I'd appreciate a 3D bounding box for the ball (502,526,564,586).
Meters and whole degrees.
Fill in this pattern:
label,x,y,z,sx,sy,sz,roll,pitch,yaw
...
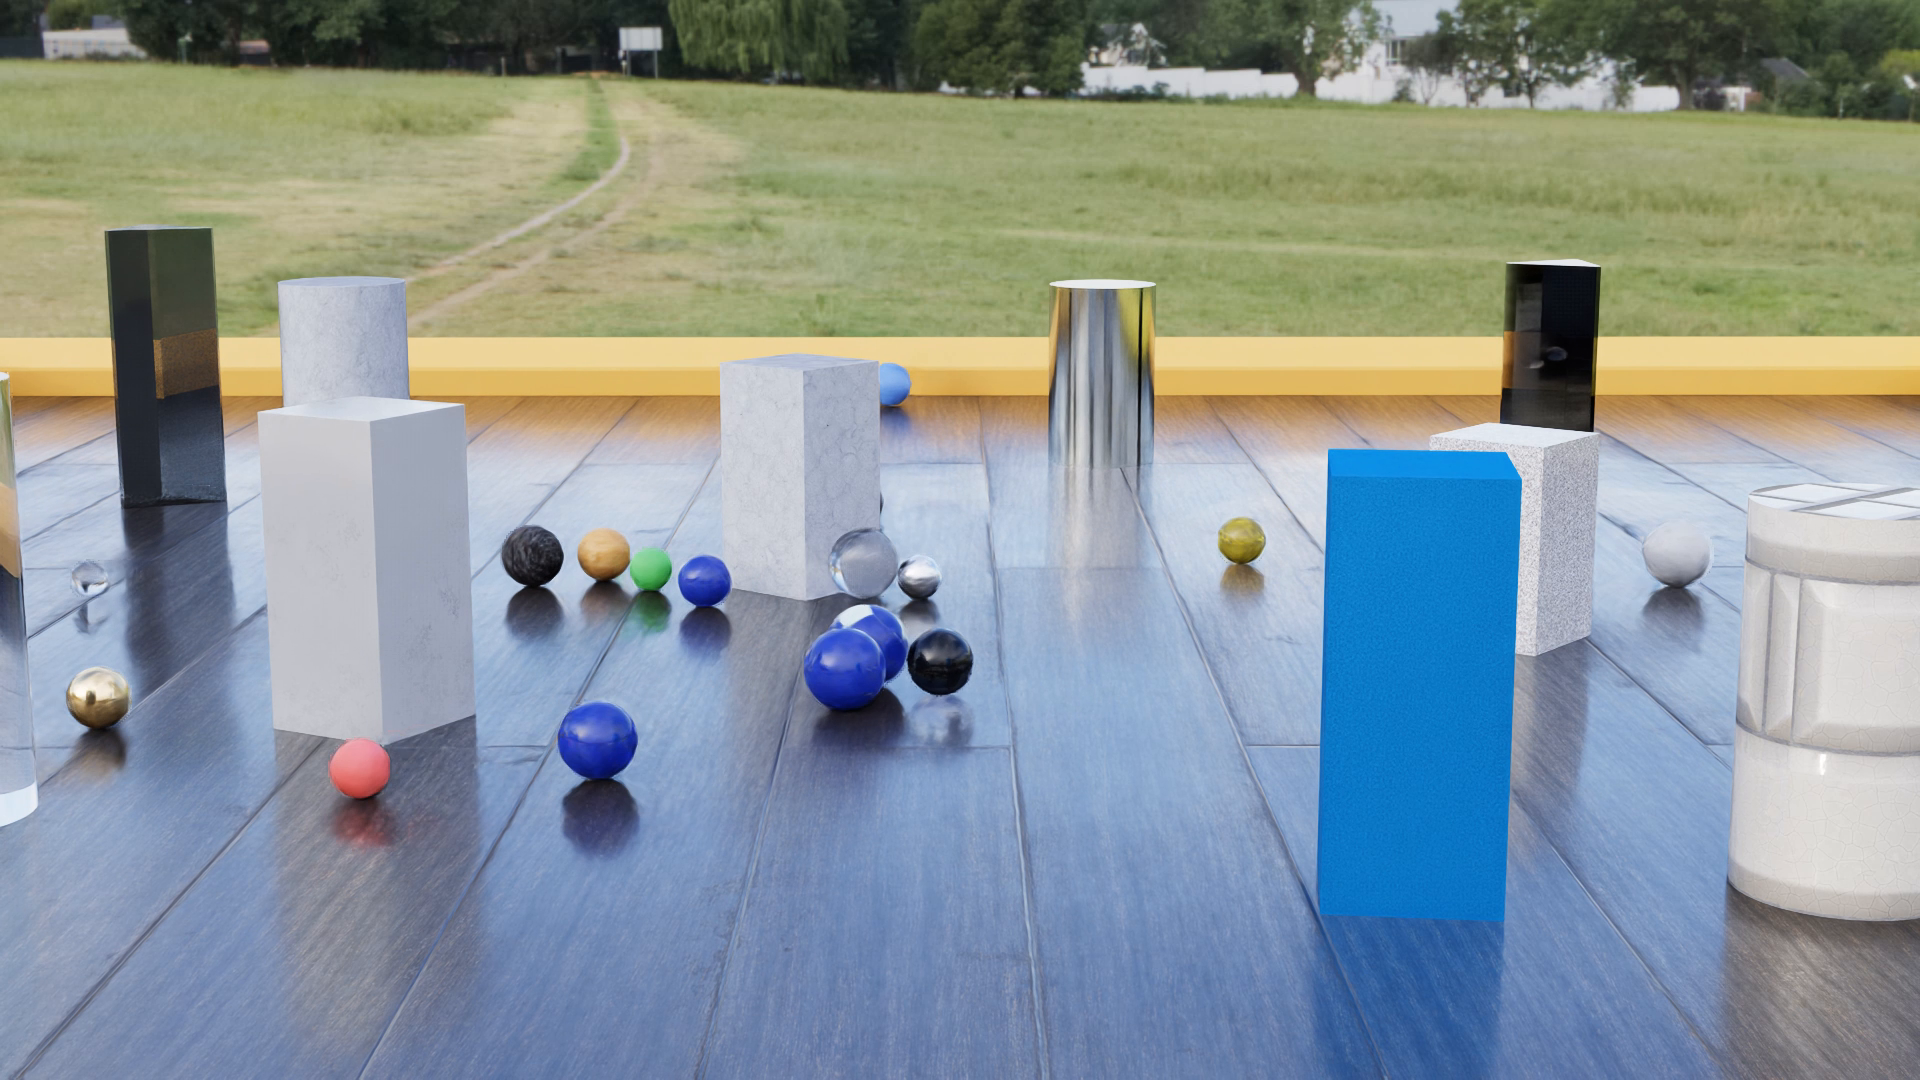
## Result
label,x,y,z,sx,sy,sz,roll,pitch,yaw
ball,-0.603,0.023,3.623,0.086,0.086,0.086,0,10,0

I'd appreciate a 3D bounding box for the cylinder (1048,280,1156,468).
label,x,y,z,sx,sy,sz,roll,pitch,yaw
cylinder,0.263,-0.310,4.757,0.197,0.328,0.197,0,10,0

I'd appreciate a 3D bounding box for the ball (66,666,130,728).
label,x,y,z,sx,sy,sz,roll,pitch,yaw
ball,-0.957,0.175,2.849,0.069,0.069,0.069,0,10,0

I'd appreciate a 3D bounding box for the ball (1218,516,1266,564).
label,x,y,z,sx,sy,sz,roll,pitch,yaw
ball,0.416,0.000,3.788,0.072,0.072,0.072,0,10,0

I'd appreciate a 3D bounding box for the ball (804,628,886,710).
label,x,y,z,sx,sy,sz,roll,pitch,yaw
ball,-0.131,0.147,2.930,0.094,0.094,0.094,0,10,0

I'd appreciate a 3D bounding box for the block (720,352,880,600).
label,x,y,z,sx,sy,sz,roll,pitch,yaw
block,-0.224,-0.093,3.610,0.157,0.318,0.157,8,13,38

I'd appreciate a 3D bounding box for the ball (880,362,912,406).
label,x,y,z,sx,sy,sz,roll,pitch,yaw
ball,-0.152,-0.337,5.543,0.094,0.094,0.094,0,10,0

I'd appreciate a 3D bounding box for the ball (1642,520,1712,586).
label,x,y,z,sx,sy,sz,roll,pitch,yaw
ball,1.012,0.019,3.621,0.094,0.094,0.094,0,10,0

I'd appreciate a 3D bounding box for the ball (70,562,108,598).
label,x,y,z,sx,sy,sz,roll,pitch,yaw
ball,-1.206,0.054,3.553,0.049,0.049,0.049,0,10,0

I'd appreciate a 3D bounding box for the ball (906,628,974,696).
label,x,y,z,sx,sy,sz,roll,pitch,yaw
ball,-0.023,0.142,2.999,0.079,0.079,0.079,0,10,0

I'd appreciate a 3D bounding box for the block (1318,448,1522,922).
label,x,y,z,sx,sy,sz,roll,pitch,yaw
block,0.400,0.123,2.260,0.157,0.385,0.157,1,11,7

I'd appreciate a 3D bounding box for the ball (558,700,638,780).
label,x,y,z,sx,sy,sz,roll,pitch,yaw
ball,-0.374,0.206,2.646,0.082,0.082,0.082,0,10,0

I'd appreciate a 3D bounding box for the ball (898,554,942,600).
label,x,y,z,sx,sy,sz,roll,pitch,yaw
ball,-0.056,0.051,3.537,0.061,0.061,0.061,0,10,0

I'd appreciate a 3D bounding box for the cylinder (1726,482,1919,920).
label,x,y,z,sx,sy,sz,roll,pitch,yaw
cylinder,0.792,0.138,2.275,0.197,0.350,0.197,0,10,0

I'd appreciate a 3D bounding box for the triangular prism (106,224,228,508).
label,x,y,z,sx,sy,sz,roll,pitch,yaw
triangular prism,-1.348,-0.297,4.323,0.170,0.460,0.148,-5,12,-25

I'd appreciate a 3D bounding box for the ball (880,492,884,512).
label,x,y,z,sx,sy,sz,roll,pitch,yaw
ball,-0.153,-0.062,4.150,0.060,0.060,0.060,0,10,0

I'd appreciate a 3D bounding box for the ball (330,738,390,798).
label,x,y,z,sx,sy,sz,roll,pitch,yaw
ball,-0.603,0.230,2.579,0.059,0.059,0.059,0,10,0

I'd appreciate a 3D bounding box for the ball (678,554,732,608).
label,x,y,z,sx,sy,sz,roll,pitch,yaw
ball,-0.347,0.055,3.487,0.073,0.073,0.073,0,10,0

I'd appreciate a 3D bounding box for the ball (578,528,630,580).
label,x,y,z,sx,sy,sz,roll,pitch,yaw
ball,-0.508,0.020,3.664,0.076,0.076,0.076,0,10,0

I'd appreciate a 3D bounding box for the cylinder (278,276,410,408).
label,x,y,z,sx,sy,sz,roll,pitch,yaw
cylinder,-0.976,-0.217,4.085,0.197,0.389,0.197,0,10,0

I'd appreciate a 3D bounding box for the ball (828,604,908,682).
label,x,y,z,sx,sy,sz,roll,pitch,yaw
ball,-0.110,0.125,3.039,0.098,0.098,0.098,0,10,0

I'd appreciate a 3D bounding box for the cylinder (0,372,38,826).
label,x,y,z,sx,sy,sz,roll,pitch,yaw
cylinder,-1.014,0.058,2.494,0.197,0.429,0.197,0,10,0

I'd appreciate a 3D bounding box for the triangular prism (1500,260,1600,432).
label,x,y,z,sx,sy,sz,roll,pitch,yaw
triangular prism,1.093,-0.319,4.677,0.170,0.374,0.148,6,12,29

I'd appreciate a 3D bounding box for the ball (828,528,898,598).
label,x,y,z,sx,sy,sz,roll,pitch,yaw
ball,-0.133,0.032,3.543,0.097,0.097,0.097,0,10,0

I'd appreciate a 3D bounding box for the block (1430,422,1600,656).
label,x,y,z,sx,sy,sz,roll,pitch,yaw
block,0.706,-0.005,3.285,0.157,0.263,0.157,8,13,38

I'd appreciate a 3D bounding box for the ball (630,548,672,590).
label,x,y,z,sx,sy,sz,roll,pitch,yaw
ball,-0.433,0.041,3.595,0.060,0.060,0.060,0,10,0

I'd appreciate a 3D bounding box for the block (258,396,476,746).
label,x,y,z,sx,sy,sz,roll,pitch,yaw
block,-0.657,0.029,2.851,0.157,0.355,0.157,6,12,28

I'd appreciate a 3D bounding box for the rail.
label,x,y,z,sx,sy,sz,roll,pitch,yaw
rail,-0.013,-0.383,5.692,4.393,0.128,0.045,0,10,0
